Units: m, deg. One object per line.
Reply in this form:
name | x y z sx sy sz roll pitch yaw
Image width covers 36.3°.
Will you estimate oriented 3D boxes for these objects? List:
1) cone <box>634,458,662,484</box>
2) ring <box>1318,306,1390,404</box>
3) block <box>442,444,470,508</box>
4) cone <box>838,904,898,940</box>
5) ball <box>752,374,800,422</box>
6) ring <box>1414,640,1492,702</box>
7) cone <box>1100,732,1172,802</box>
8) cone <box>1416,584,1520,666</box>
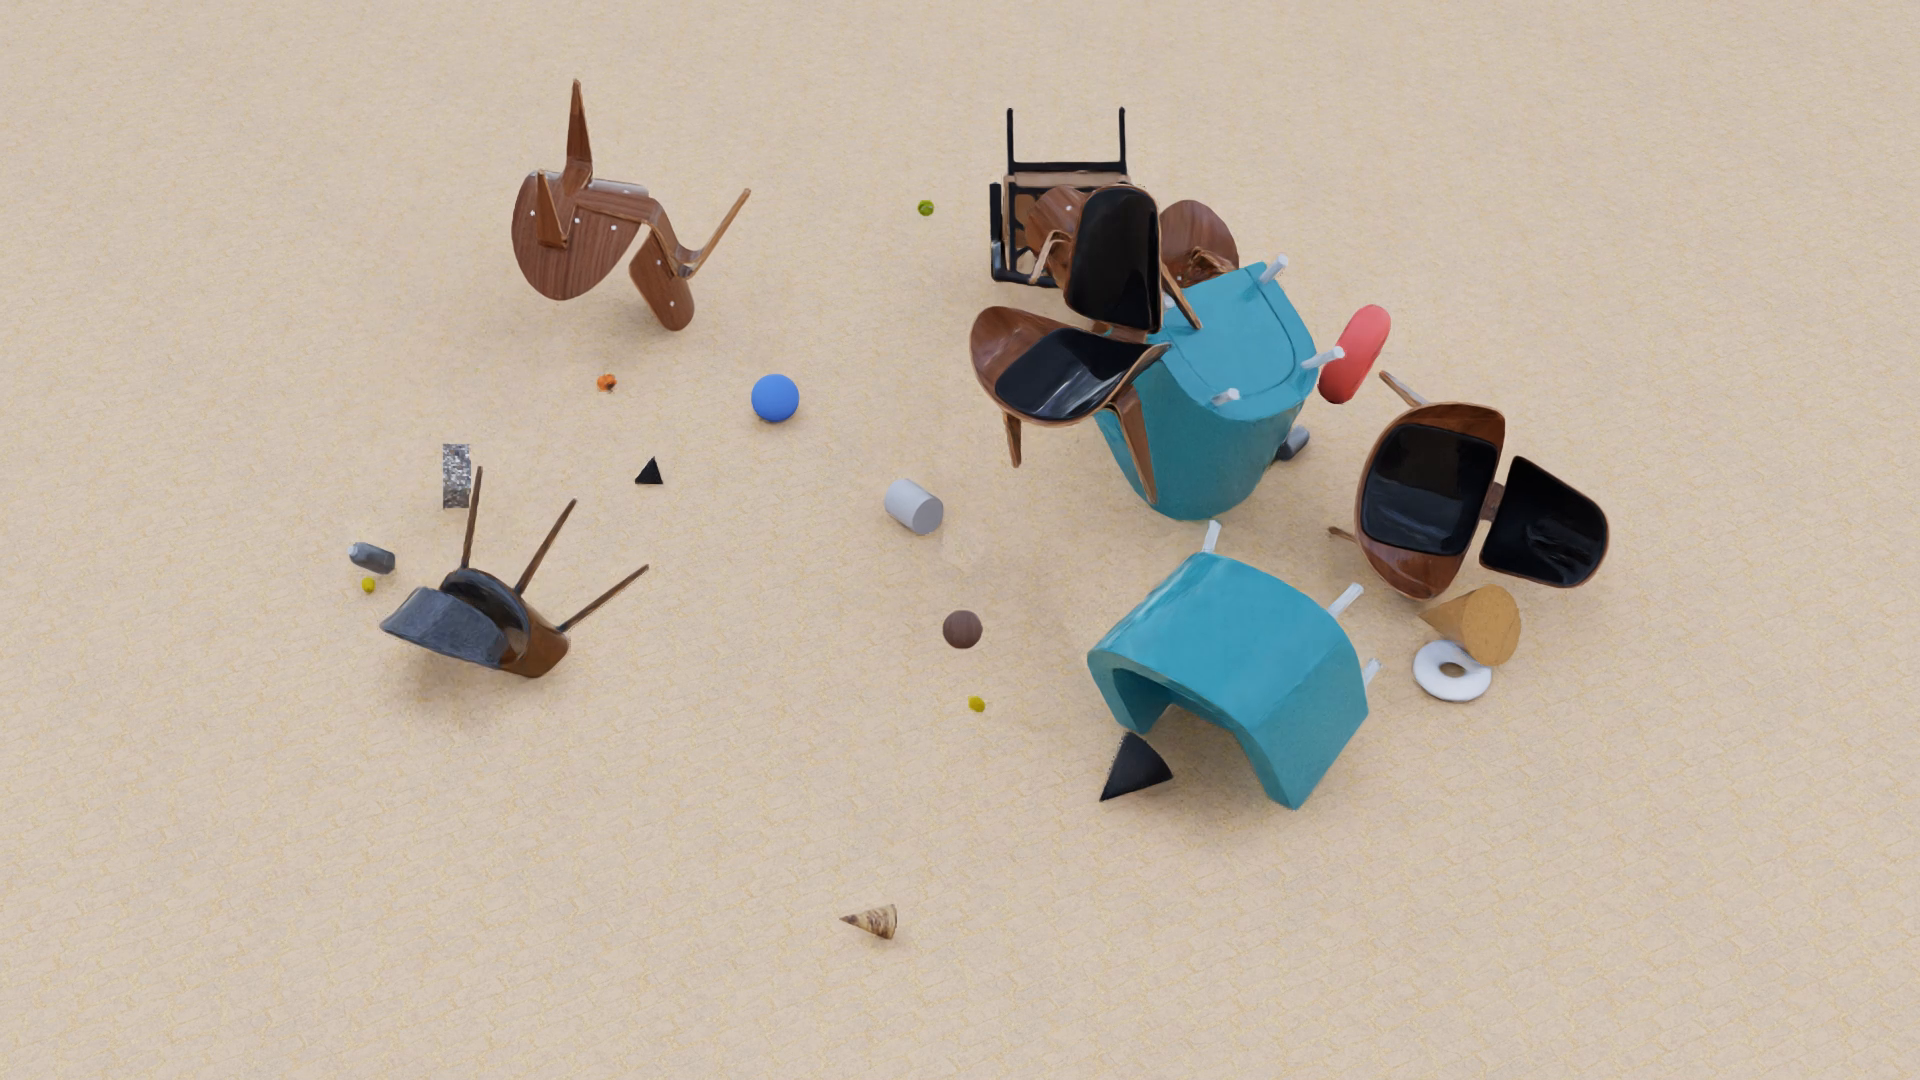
cone | -1.178 -0.243 11.266 0.094 0.128 0.109 38 15 -4
ring | 1.494 -0.702 11.101 0.142 0.413 0.399 30 39 9
block | -1.894 -0.239 11.026 0.099 0.127 0.209 1 55 -12
cone | -0.296 1.170 9.020 0.181 0.112 0.098 7 5 -25
ball | -0.732 -0.563 11.625 0.192 0.192 0.192 0 33 0
ring | 1.714 0.453 10.205 0.272 0.059 0.347 3 33 4
cone | 0.540 0.787 9.660 0.231 0.211 0.242 -42 19 -12
cone | 1.730 0.282 10.278 0.348 0.320 0.276 8 68 50
